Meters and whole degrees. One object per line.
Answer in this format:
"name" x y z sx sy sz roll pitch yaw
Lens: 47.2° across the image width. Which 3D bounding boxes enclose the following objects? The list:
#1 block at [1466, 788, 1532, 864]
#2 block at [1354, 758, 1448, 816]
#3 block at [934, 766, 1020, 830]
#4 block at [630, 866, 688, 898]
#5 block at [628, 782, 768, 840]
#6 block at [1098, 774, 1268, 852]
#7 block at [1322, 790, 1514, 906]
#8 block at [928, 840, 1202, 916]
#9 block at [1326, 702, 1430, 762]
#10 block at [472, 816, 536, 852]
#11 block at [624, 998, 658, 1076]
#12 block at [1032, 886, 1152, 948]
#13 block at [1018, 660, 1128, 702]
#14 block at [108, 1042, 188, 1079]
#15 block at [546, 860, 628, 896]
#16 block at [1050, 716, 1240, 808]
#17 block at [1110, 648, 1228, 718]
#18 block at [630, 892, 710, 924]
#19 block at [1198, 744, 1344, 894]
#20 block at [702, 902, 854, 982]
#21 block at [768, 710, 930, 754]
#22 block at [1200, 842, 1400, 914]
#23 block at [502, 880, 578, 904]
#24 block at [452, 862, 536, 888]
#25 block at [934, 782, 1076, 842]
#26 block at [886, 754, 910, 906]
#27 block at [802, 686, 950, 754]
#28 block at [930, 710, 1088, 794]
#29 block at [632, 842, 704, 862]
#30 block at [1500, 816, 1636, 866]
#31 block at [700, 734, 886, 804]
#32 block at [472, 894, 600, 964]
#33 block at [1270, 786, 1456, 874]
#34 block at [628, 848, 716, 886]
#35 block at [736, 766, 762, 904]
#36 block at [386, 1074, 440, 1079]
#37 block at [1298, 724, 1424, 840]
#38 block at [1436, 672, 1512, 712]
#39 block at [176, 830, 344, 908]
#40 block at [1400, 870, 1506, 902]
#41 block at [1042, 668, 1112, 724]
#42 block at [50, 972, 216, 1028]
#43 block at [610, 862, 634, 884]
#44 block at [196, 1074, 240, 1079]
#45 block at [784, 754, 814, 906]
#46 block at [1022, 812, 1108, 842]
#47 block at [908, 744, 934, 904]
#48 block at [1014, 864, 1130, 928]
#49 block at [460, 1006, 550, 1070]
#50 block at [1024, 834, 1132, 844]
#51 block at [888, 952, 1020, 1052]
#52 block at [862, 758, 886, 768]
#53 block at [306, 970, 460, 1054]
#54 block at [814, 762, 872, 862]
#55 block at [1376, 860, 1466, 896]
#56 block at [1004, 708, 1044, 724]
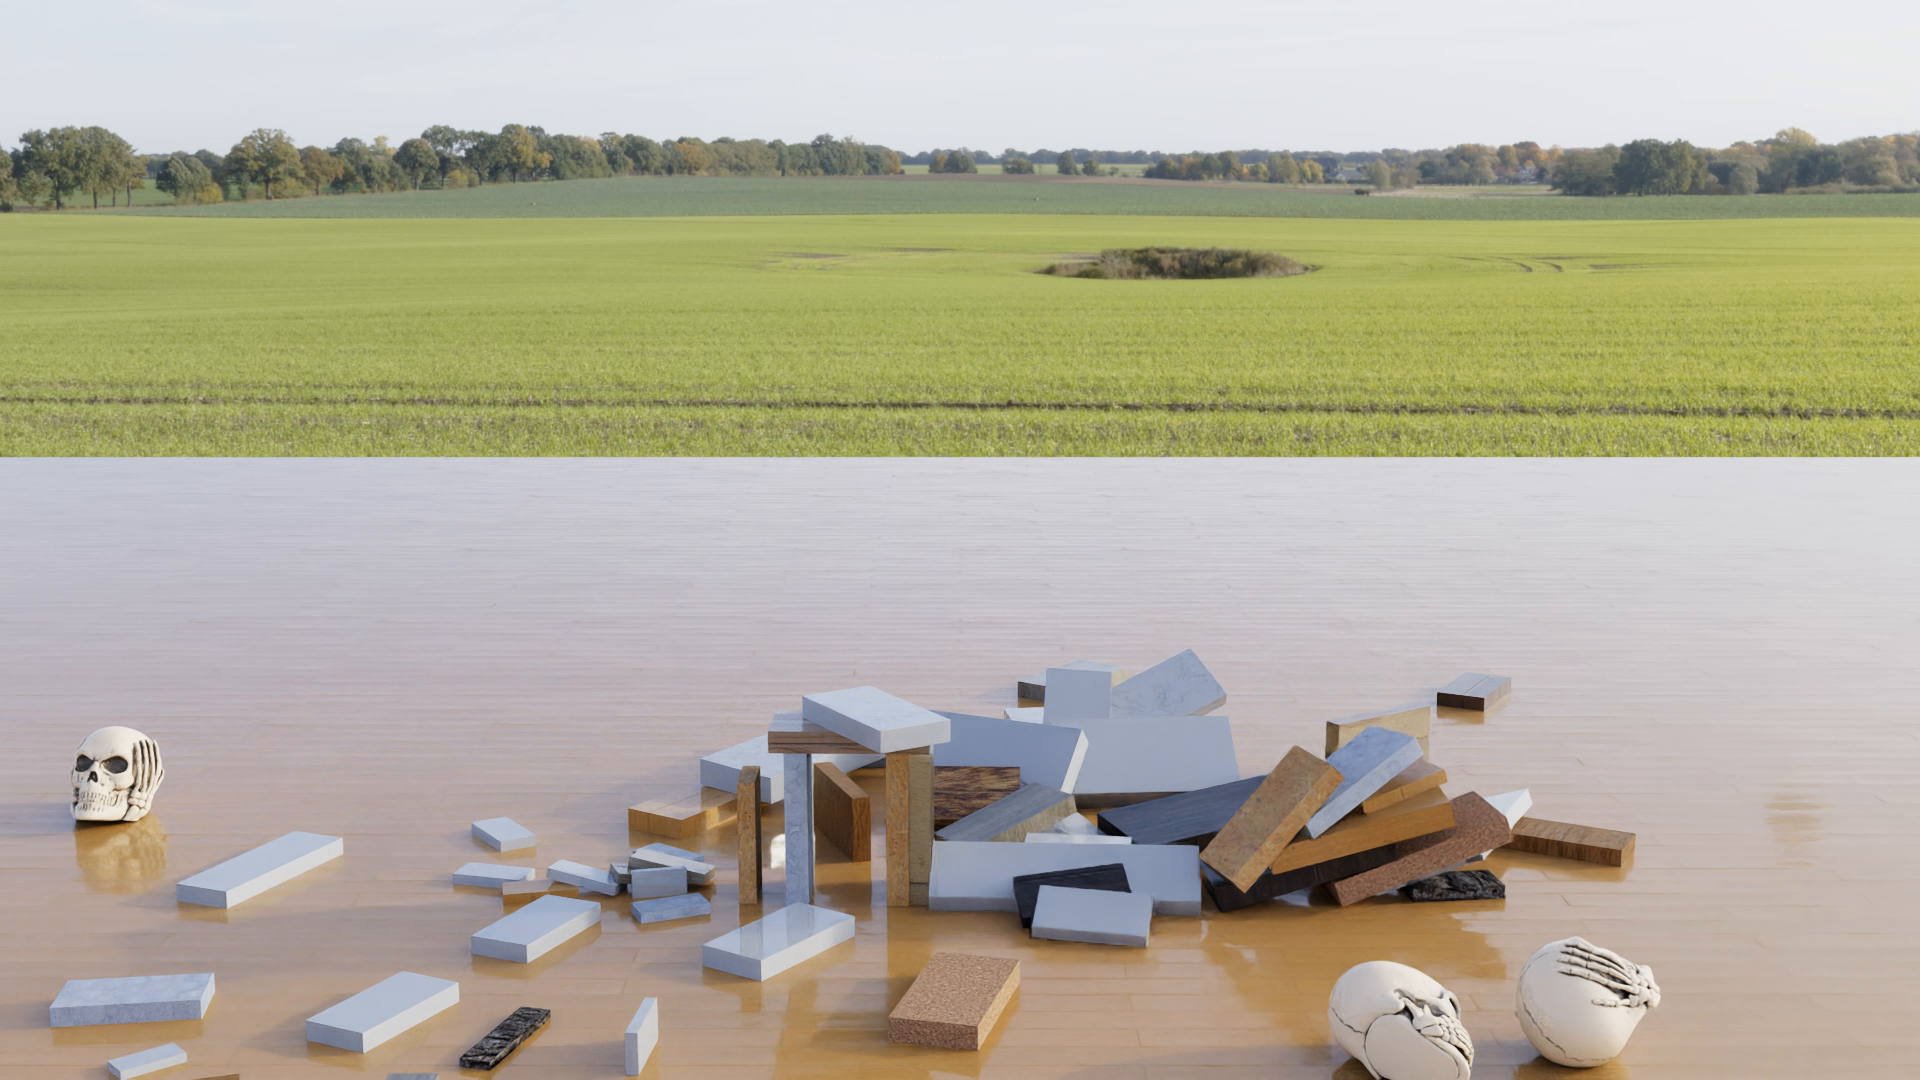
"block" 0.920 0.513 3.906 0.106 0.030 0.355 -17 1 29
"block" 0.716 0.408 3.638 0.158 0.022 0.079 -19 13 -16
"block" -0.012 0.473 4.028 0.243 0.034 0.121 0 46 1
"block" -0.500 0.569 3.657 0.091 0.045 0.013 -3 11 -14
"block" -0.481 0.494 4.086 0.128 0.036 0.257 7 13 33
"block" 0.446 0.500 3.904 0.365 0.049 0.172 -10 18 -23
"block" 0.751 0.514 3.675 0.305 0.043 0.153 -20 12 -4
"block" 0.172 0.555 3.612 0.441 0.035 0.123 1 39 3
"block" 0.824 0.402 4.336 0.250 0.125 0.035 -7 13 -34
"block" -0.820 0.528 3.951 0.067 0.019 0.133 -7 13 -34
"block" -0.436 0.680 3.016 0.017 0.061 0.122 1 11 4
"block" 0.209 0.593 3.467 0.180 0.025 0.090 3 37 10
"block" 0.257 0.323 5.007 0.129 0.036 0.257 8 13 35
"block" -1.106 0.709 2.992 0.091 0.013 0.045 -9 14 -41
"block" -0.623 0.565 3.681 0.122 0.017 0.061 13 8 10
"block" 0.349 0.421 4.179 0.345 0.049 0.172 -1 49 -5
"block" 0.333 0.348 4.335 0.378 0.036 0.129 -25 57 -18
"block" -0.471 0.599 3.578 0.116 0.016 0.058 -5 12 -24
"block" 0.505 0.452 3.575 0.035 0.246 0.123 44 -6 -22
"block" -0.279 0.621 3.412 0.116 0.033 0.231 7 13 34
"block" -0.179 0.316 3.615 0.261 0.037 0.130 0 11 1
"block" 0.557 0.529 3.654 0.305 0.043 0.153 -16 13 -3
"block" -0.698 0.583 3.657 0.122 0.017 0.061 -2 11 -13
"block" -0.790 0.570 3.730 0.122 0.017 0.061 3 11 15
"block" 0.081 0.501 3.901 0.231 0.033 0.116 -23 20 -31
"block" -0.099 0.461 3.650 0.037 0.261 0.131 0 11 2
"block" -0.138 0.289 3.559 0.128 0.036 0.256 -7 12 -32
"block" 0.053 0.422 4.152 0.345 0.049 0.172 5 55 26
"block" -0.508 0.552 3.827 0.116 0.016 0.058 8 13 37
"block" 1.076 0.533 3.896 0.212 0.030 0.106 6 12 29
"block" -0.272 0.405 4.279 0.178 0.050 0.485 10 17 36
"block" -0.667 0.612 3.471 0.103 0.029 0.205 5 11 23
"block" 0.646 0.465 3.626 0.305 0.043 0.153 -15 13 1
"block" -0.486 0.552 3.716 0.133 0.019 0.067 12 6 9
"block" -0.349 0.488 3.654 0.029 0.205 0.103 0 11 0
"block" -0.726 0.748 2.768 0.067 0.019 0.321 0 11 0
"block" 0.633 0.397 3.632 0.246 0.035 0.123 -34 18 -18
"block" 1.155 0.339 4.936 0.106 0.030 0.212 6 12 29
"block" -1.190 0.560 3.751 0.103 0.029 0.301 4 11 22
"block" 0.820 0.578 3.674 0.158 0.022 0.079 -1 11 -8
"block" 0.225 0.369 4.275 0.128 0.036 0.257 4 53 3
"block" -1.196 0.665 3.184 0.206 0.029 0.103 -2 11 -8
"block" -0.526 0.564 3.699 0.116 0.016 0.058 8 6 -24
"block" -0.969 0.731 2.862 0.061 0.017 0.122 -4 11 -18
"block" -0.266 0.462 3.644 0.037 0.261 0.131 0 11 0
"block" 0.196 0.536 3.865 0.121 0.034 0.243 -4 11 -19
"block" -0.063 0.469 3.654 0.034 0.243 0.122 0 11 2
"block" 0.183 0.573 3.542 0.180 0.025 0.090 -6 39 -6
"block" -0.634 0.695 3.070 0.045 0.013 0.186 3 11 15
"block" 0.201 0.525 3.742 0.180 0.026 0.090 1 7 6
"block" -0.005 0.663 3.175 0.129 0.036 0.257 3 11 14
"block" -0.198 0.414 4.476 0.356 0.050 0.178 -1 11 -7
"block" -0.823 0.673 3.144 0.103 0.029 0.205 5 12 26
"block" -0.211 0.484 3.926 0.033 0.116 0.231 -4 11 -20
"block" 0.758 0.546 3.680 0.158 0.022 0.079 -19 12 1
"block" 0.209 0.411 4.495 0.178 0.050 0.355 -2 11 -9
